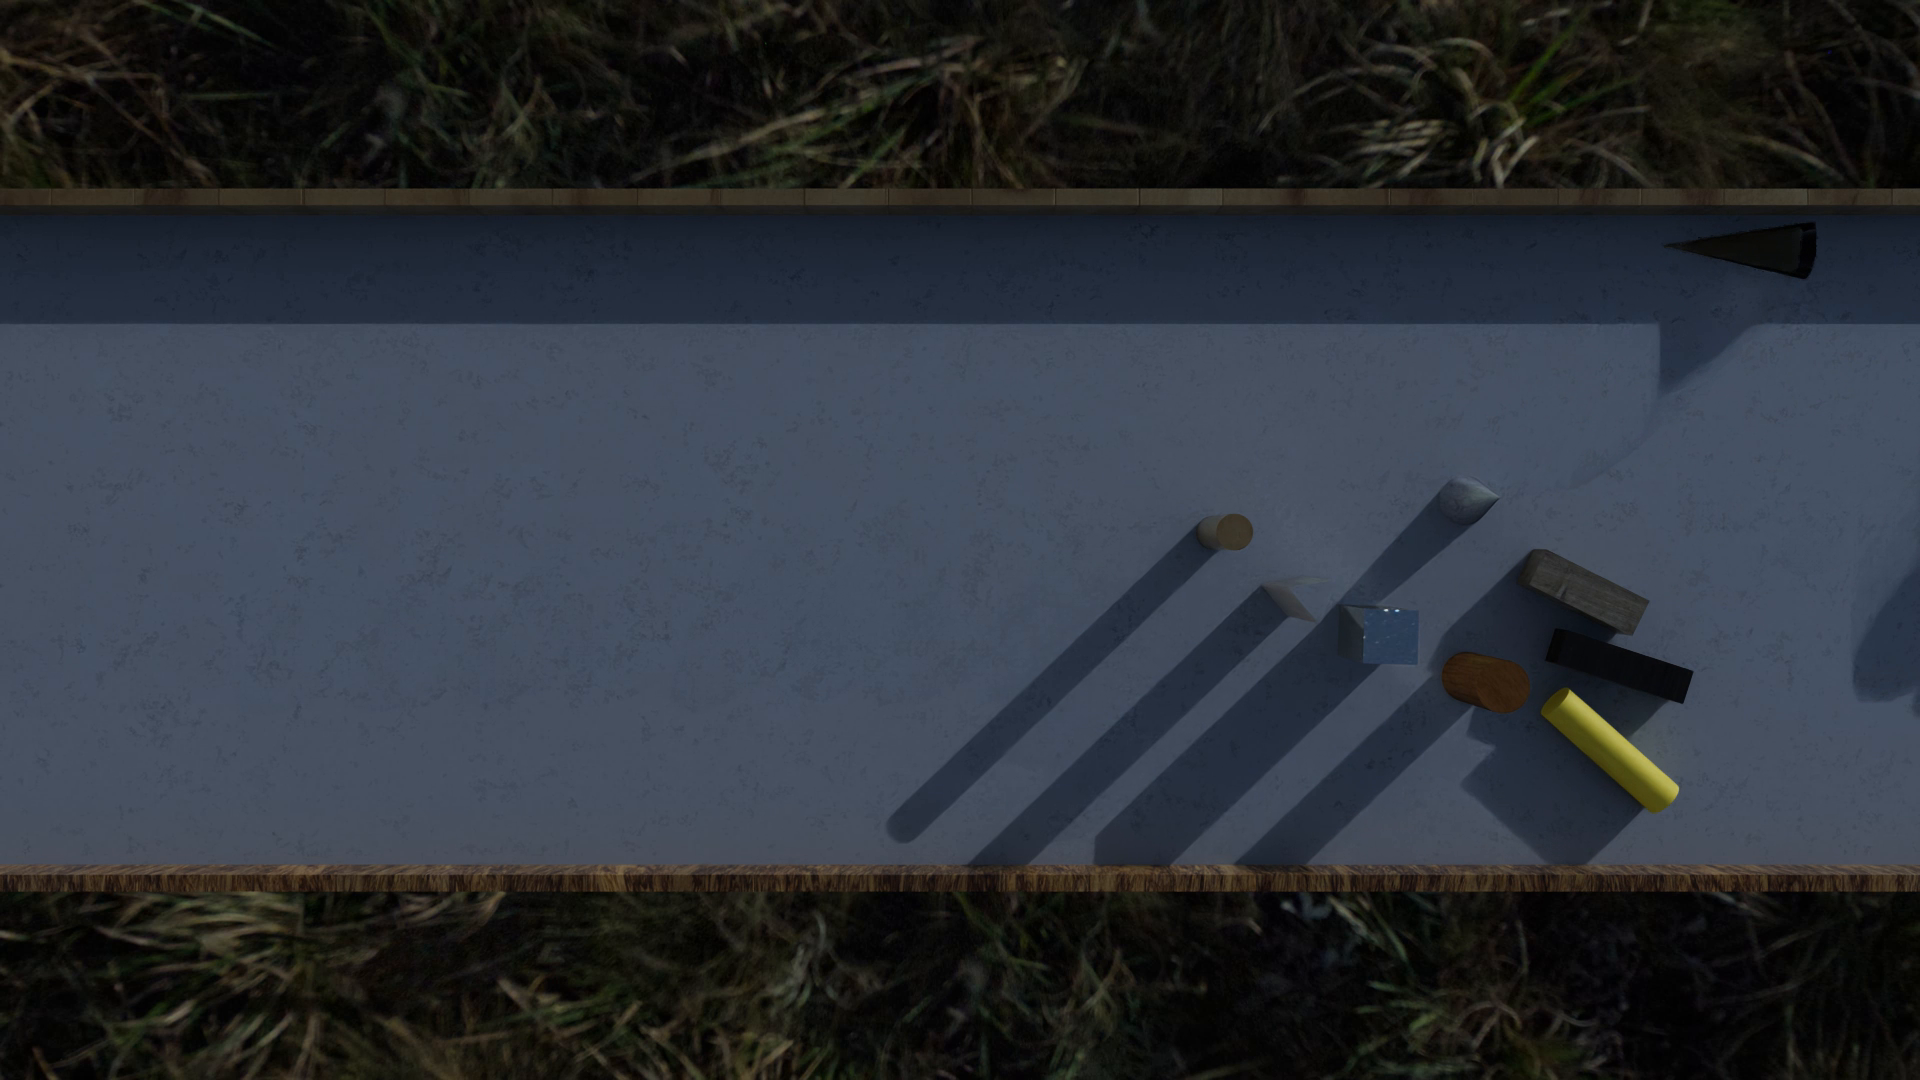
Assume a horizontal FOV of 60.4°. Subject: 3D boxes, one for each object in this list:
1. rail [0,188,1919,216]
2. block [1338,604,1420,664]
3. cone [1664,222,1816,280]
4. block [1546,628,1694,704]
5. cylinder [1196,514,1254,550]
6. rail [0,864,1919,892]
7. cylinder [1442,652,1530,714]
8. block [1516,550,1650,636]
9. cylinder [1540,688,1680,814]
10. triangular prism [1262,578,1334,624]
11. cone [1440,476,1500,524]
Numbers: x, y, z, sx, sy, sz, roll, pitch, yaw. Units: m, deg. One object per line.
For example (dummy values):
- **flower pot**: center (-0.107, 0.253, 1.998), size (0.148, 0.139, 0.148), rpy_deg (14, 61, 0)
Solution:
- **rail**: center (-2.247, -1.025, 5.002), size (12.000, 0.150, 0.050), rpy_deg (0, 90, 0)
- **block**: center (1.243, 0.279, 4.917), size (0.158, 0.319, 0.158), rpy_deg (2, 90, 0)
- **cone**: center (2.364, -0.891, 5.034), size (0.416, 0.171, 0.171), rpy_deg (5, 90, 12)
- **block**: center (2.006, 0.383, 5.024), size (0.399, 0.105, 0.105), rpy_deg (18, 90, 0)
- **cylinder**: center (0.779, -0.022, 4.875), size (0.104, 0.403, 0.104), rpy_deg (0, 90, 0)
- **rail**: center (-2.247, 1.025, 5.001), size (12.000, 0.150, 0.050), rpy_deg (0, 90, 0)
- **cylinder**: center (1.560, 0.421, 4.906), size (0.154, 0.342, 0.154), rpy_deg (0, 90, 0)
- **block**: center (1.892, 0.158, 5.017), size (0.347, 0.118, 0.118), rpy_deg (26, 90, 0)
- **cylinder**: center (1.977, 0.639, 5.019), size (0.445, 0.114, 0.114), rpy_deg (42, 90, 0)
- **triangular prism**: center (1.012, 0.150, 4.858), size (0.110, 0.437, 0.127), rpy_deg (-40, 90, 0)
- **cone**: center (1.553, -0.122, 4.908), size (0.152, 0.337, 0.152), rpy_deg (0, 90, 0)
